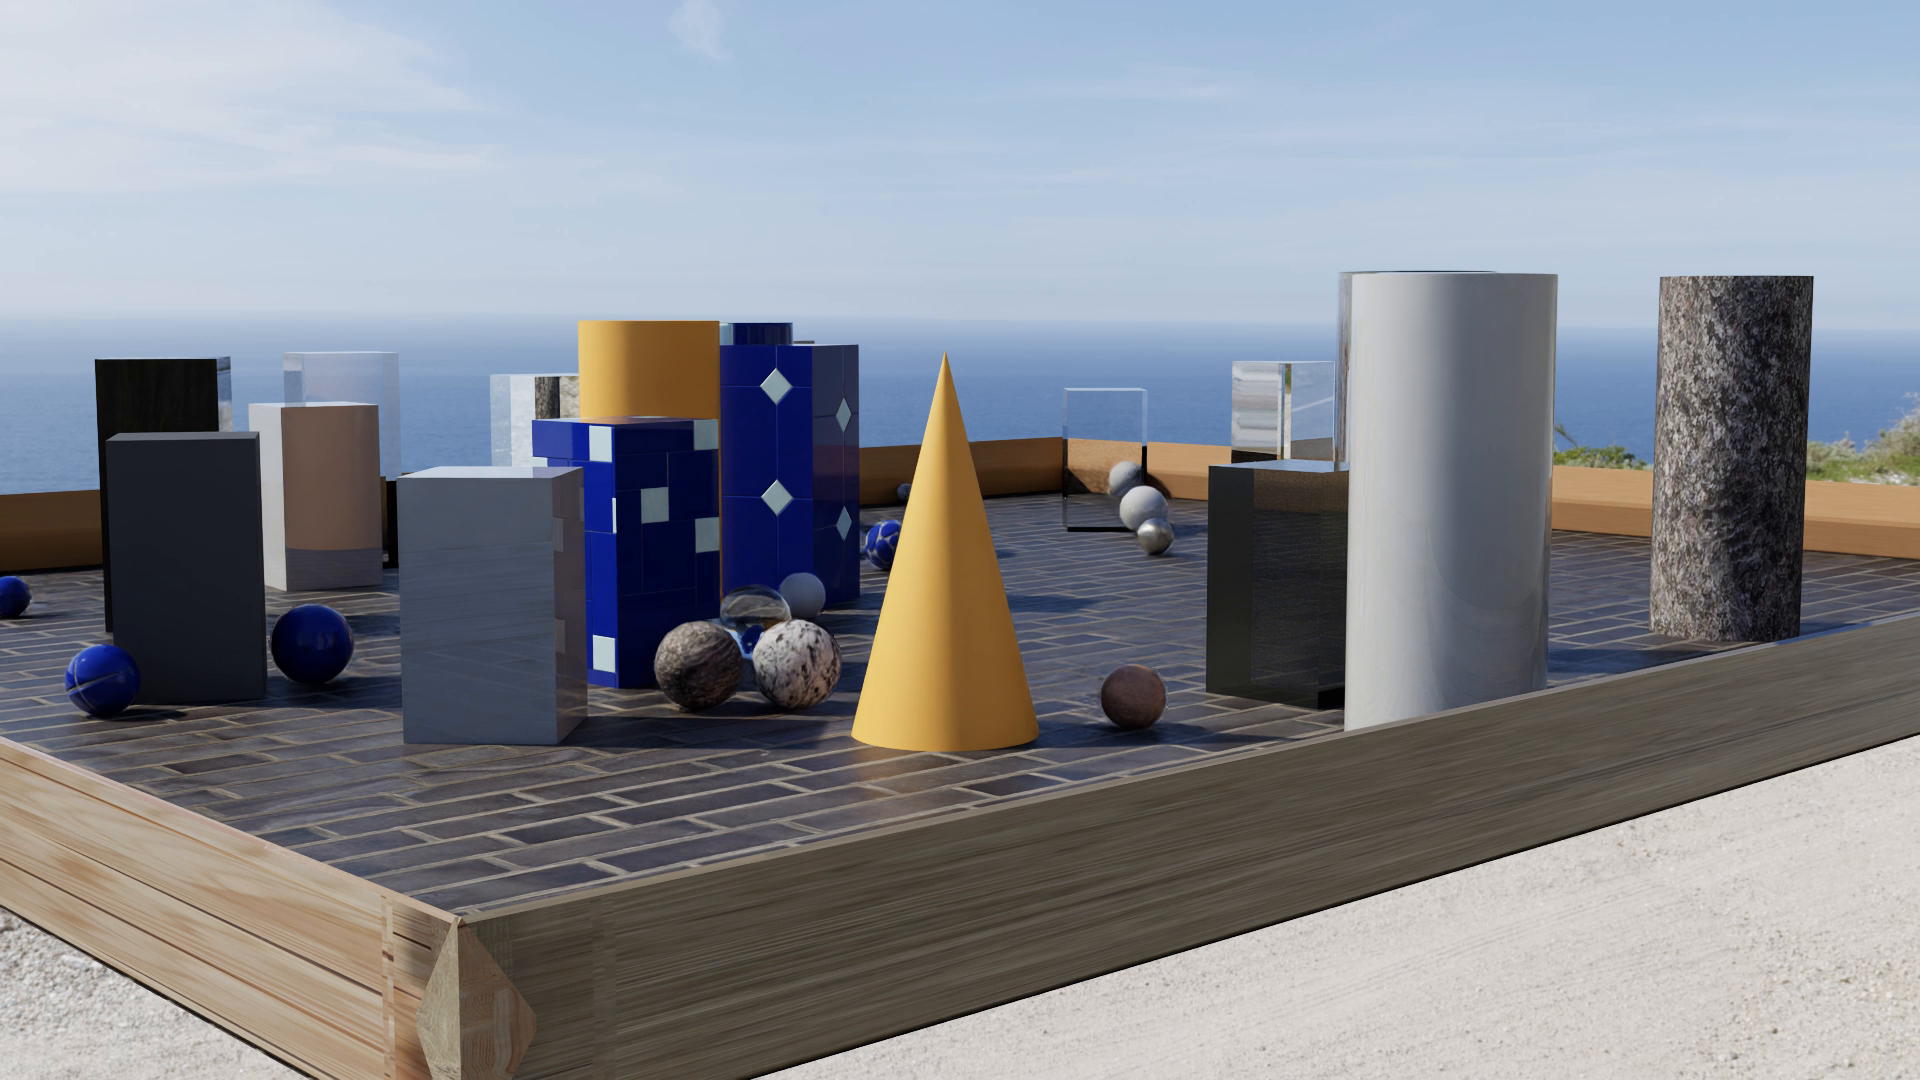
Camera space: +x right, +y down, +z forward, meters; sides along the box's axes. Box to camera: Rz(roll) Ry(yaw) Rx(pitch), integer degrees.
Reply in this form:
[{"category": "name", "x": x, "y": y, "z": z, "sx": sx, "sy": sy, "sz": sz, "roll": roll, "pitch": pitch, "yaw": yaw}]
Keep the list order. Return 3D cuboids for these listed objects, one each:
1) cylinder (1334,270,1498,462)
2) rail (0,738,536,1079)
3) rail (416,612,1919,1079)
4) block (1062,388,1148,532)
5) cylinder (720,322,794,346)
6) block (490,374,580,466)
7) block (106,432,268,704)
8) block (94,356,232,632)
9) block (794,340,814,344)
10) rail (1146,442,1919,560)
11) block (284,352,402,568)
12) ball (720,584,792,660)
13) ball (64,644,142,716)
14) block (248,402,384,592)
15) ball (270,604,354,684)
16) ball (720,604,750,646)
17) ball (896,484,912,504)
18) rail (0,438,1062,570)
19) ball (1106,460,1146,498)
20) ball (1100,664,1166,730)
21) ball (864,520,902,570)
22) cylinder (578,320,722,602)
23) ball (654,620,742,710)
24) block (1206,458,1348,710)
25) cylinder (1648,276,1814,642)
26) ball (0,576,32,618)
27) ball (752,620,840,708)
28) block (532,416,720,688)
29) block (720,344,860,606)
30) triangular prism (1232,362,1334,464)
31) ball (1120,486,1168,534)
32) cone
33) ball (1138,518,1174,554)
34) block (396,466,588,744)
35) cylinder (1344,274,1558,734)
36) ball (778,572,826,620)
[{"category": "cylinder", "x": 0.578, "y": -0.093, "z": 2.807, "sx": 0.200, "sy": 0.494, "sz": 0.200, "roll": 0, "pitch": 6, "yaw": 0}, {"category": "rail", "x": -1.219, "y": 0.150, "z": 2.213, "sx": 0.045, "sy": 0.130, "sz": 2.880, "roll": -5, "pitch": 8, "yaw": -42}, {"category": "rail", "x": 0.960, "y": 0.141, "z": 2.296, "sx": 3.365, "sy": 0.130, "sz": 0.045, "roll": -5, "pitch": 8, "yaw": -42}, {"category": "block", "x": 0.296, "y": -0.167, "z": 4.516, "sx": 0.160, "sy": 0.286, "sz": 0.160, "roll": 0, "pitch": 6, "yaw": -1}, {"category": "cylinder", "x": -0.406, "y": -0.189, "z": 4.058, "sx": 0.200, "sy": 0.424, "sz": 0.200, "roll": 0, "pitch": 6, "yaw": 0}, {"category": "block", "x": -0.719, "y": -0.126, "z": 3.897, "sx": 0.160, "sy": 0.333, "sz": 0.160, "roll": -5, "pitch": 8, "yaw": -40}, {"category": "block", "x": -0.903, "y": 0.028, "z": 2.580, "sx": 0.160, "sy": 0.300, "sz": 0.160, "roll": -2, "pitch": 6, "yaw": -16}, {"category": "block", "x": -1.126, "y": -0.070, "z": 3.133, "sx": 0.160, "sy": 0.379, "sz": 0.160, "roll": -1, "pitch": 6, "yaw": -12}, {"category": "block", "x": -0.408, "y": -0.214, "z": 4.494, "sx": 0.160, "sy": 0.385, "sz": 0.160, "roll": 4, "pitch": 7, "yaw": 35}, {"category": "rail", "x": 1.219, "y": -0.083, "z": 4.451, "sx": 0.045, "sy": 0.130, "sz": 2.880, "roll": -5, "pitch": 8, "yaw": -42}, {"category": "block", "x": -1.078, "y": -0.141, "z": 3.844, "sx": 0.160, "sy": 0.373, "sz": 0.160, "roll": -3, "pitch": 7, "yaw": -29}, {"category": "ball", "x": -0.264, "y": 0.105, "z": 2.815, "sx": 0.098, "sy": 0.098, "sz": 0.098, "roll": 0, "pitch": 6, "yaw": 0}, {"category": "ball", "x": -0.947, "y": 0.154, "z": 2.429, "sx": 0.079, "sy": 0.079, "sz": 0.079, "roll": 0, "pitch": 6, "yaw": 0}, {"category": "block", "x": -1.056, "y": -0.076, "z": 3.603, "sx": 0.160, "sy": 0.293, "sz": 0.160, "roll": -4, "pitch": 7, "yaw": -35}, {"category": "ball", "x": -0.775, "y": 0.124, "z": 2.633, "sx": 0.096, "sy": 0.096, "sz": 0.096, "roll": 0, "pitch": 6, "yaw": 0}, {"category": "ball", "x": -0.307, "y": 0.115, "z": 2.902, "sx": 0.060, "sy": 0.060, "sz": 0.060, "roll": 0, "pitch": 6, "yaw": 0}, {"category": "ball", "x": -0.124, "y": -0.108, "z": 5.106, "sx": 0.047, "sy": 0.047, "sz": 0.047, "roll": 0, "pitch": 6, "yaw": 0}, {"category": "rail", "x": -0.960, "y": -0.074, "z": 4.367, "sx": 3.365, "sy": 0.130, "sz": 0.045, "roll": -5, "pitch": 8, "yaw": -42}, {"category": "ball", "x": 0.396, "y": -0.146, "z": 5.242, "sx": 0.094, "sy": 0.094, "sz": 0.094, "roll": 0, "pitch": 6, "yaw": 0}, {"category": "ball", "x": 0.185, "y": 0.167, "z": 2.348, "sx": 0.070, "sy": 0.070, "sz": 0.070, "roll": 0, "pitch": 6, "yaw": 0}, {"category": "ball", "x": -0.121, "y": 0.008, "z": 3.792, "sx": 0.087, "sy": 0.087, "sz": 0.087, "roll": 0, "pitch": 6, "yaw": 0}, {"category": "cylinder", "x": -0.442, "y": -0.097, "z": 3.147, "sx": 0.200, "sy": 0.431, "sz": 0.200, "roll": 0, "pitch": 6, "yaw": 0}, {"category": "ball", "x": -0.293, "y": 0.140, "z": 2.467, "sx": 0.099, "sy": 0.099, "sz": 0.099, "roll": 0, "pitch": 6, "yaw": 0}, {"category": "block", "x": 0.401, "y": 0.046, "z": 2.565, "sx": 0.160, "sy": 0.266, "sz": 0.160, "roll": 6, "pitch": 8, "yaw": 45}, {"category": "cylinder", "x": 1.066, "y": -0.117, "z": 3.046, "sx": 0.200, "sy": 0.492, "sz": 0.200, "roll": 0, "pitch": 6, "yaw": 0}, {"category": "ball", "x": -1.387, "y": 0.083, "z": 3.206, "sx": 0.061, "sy": 0.061, "sz": 0.061, "roll": 0, "pitch": 6, "yaw": 0}, {"category": "ball", "x": -0.184, "y": 0.139, "z": 2.471, "sx": 0.100, "sy": 0.100, "sz": 0.100, "roll": 0, "pitch": 6, "yaw": 0}, {"category": "block", "x": -0.409, "y": 0.009, "z": 2.698, "sx": 0.160, "sy": 0.313, "sz": 0.160, "roll": 5, "pitch": 8, "yaw": 42}, {"category": "block", "x": -0.261, "y": -0.102, "z": 3.378, "sx": 0.160, "sy": 0.393, "sz": 0.160, "roll": 3, "pitch": 6, "yaw": 23}, {"category": "triangular prism", "x": 0.539, "y": -0.130, "z": 3.817, "sx": 0.150, "sy": 0.358, "sz": 0.173, "roll": 4, "pitch": 7, "yaw": 35}, {"category": "ball", "x": 0.368, "y": -0.060, "z": 4.399, "sx": 0.097, "sy": 0.097, "sz": 0.097, "roll": 0, "pitch": 6, "yaw": 0}, {"category": "cone", "x": -0.015, "y": 0.003, "z": 2.310, "sx": 0.200, "sy": 0.405, "sz": 0.200, "roll": 0, "pitch": 6, "yaw": 0}, {"category": "ball", "x": 0.359, "y": -0.007, "z": 4.037, "sx": 0.066, "sy": 0.066, "sz": 0.066, "roll": 0, "pitch": 6, "yaw": 0}, {"category": "block", "x": -0.493, "y": 0.065, "z": 2.335, "sx": 0.160, "sy": 0.276, "sz": 0.160, "roll": 0, "pitch": 6, "yaw": 2}, {"category": "cylinder", "x": 0.490, "y": -0.024, "z": 2.206, "sx": 0.200, "sy": 0.480, "sz": 0.200, "roll": 0, "pitch": 6, "yaw": 0}, {"category": "ball", "x": -0.229, "y": 0.081, "z": 3.183, "sx": 0.069, "sy": 0.069, "sz": 0.069, "roll": 0, "pitch": 6, "yaw": 0}]
